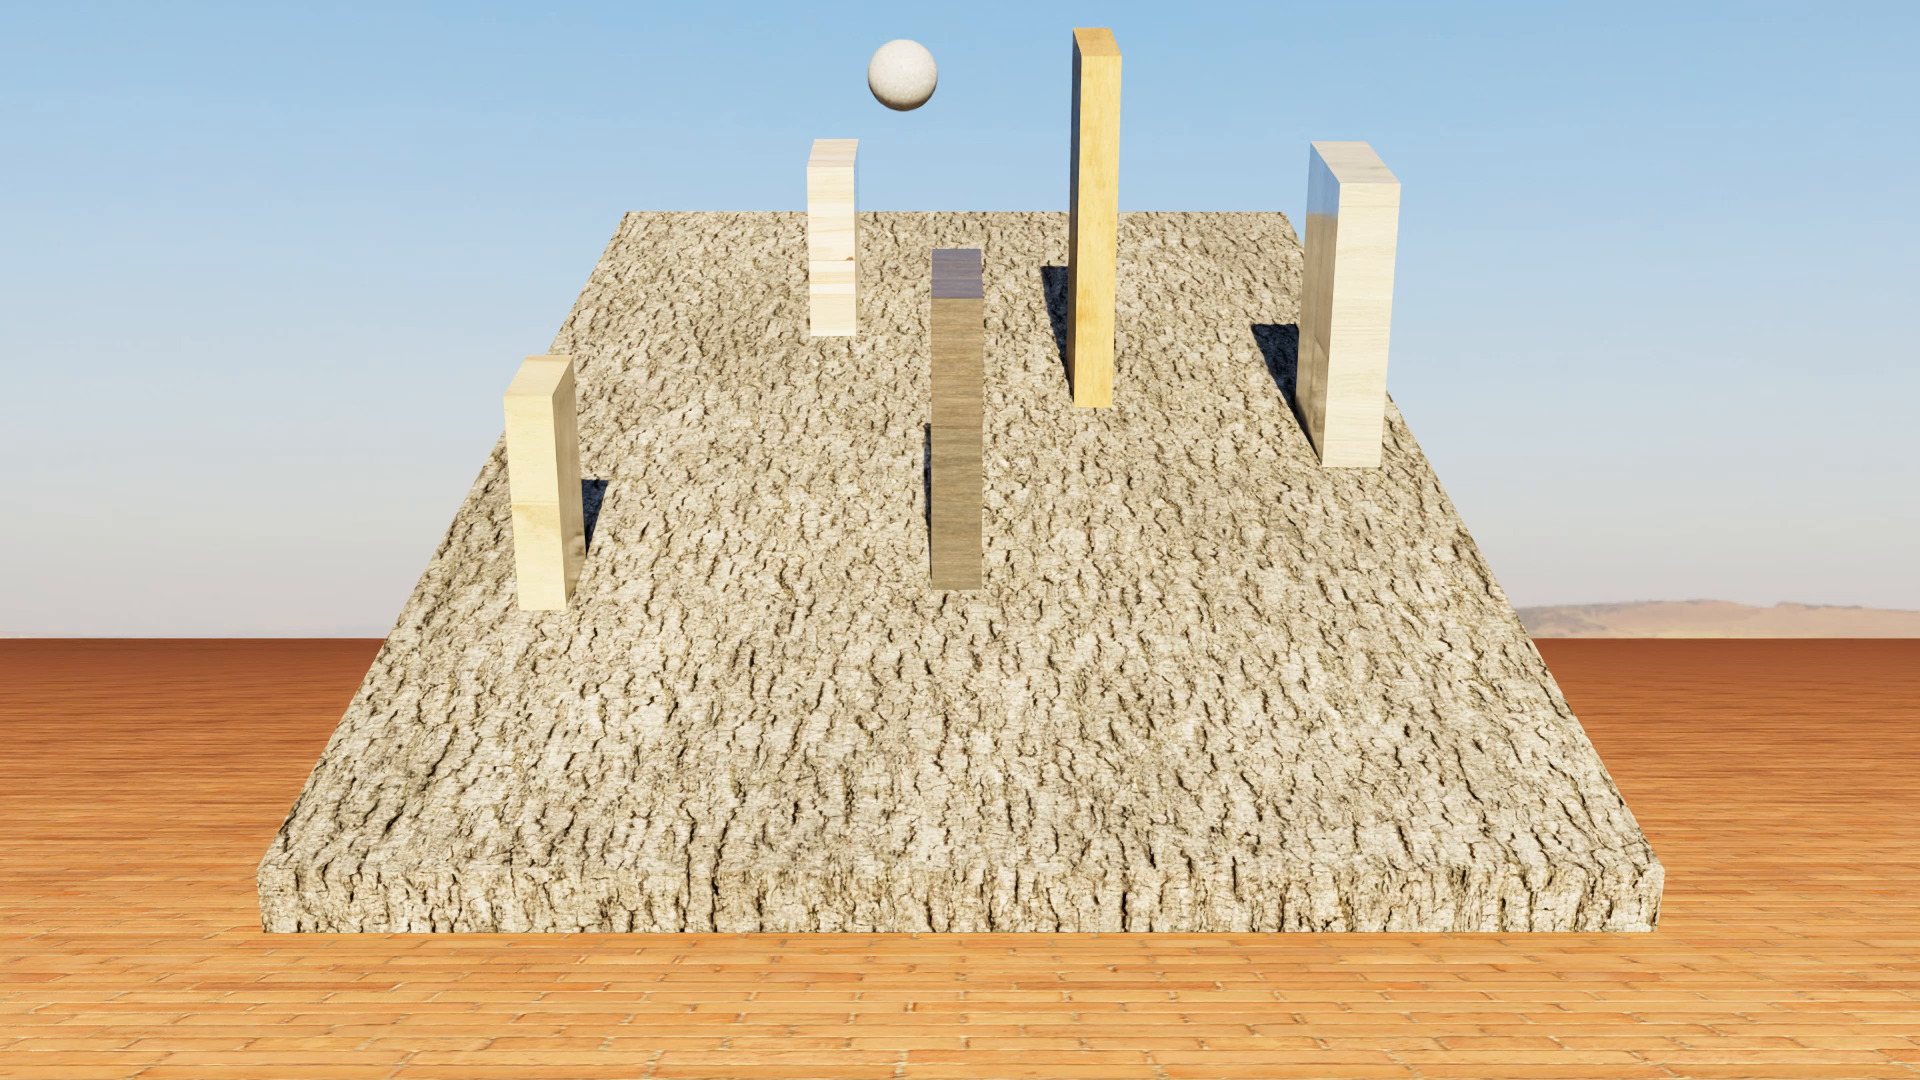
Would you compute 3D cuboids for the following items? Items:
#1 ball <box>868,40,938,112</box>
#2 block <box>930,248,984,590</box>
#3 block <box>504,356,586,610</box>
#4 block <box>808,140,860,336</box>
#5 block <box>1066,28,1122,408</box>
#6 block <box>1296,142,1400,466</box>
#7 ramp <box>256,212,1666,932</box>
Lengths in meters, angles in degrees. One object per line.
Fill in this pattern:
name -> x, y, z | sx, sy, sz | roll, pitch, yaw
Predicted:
ball -> -0.164, -1.330, 6.554 | 0.203, 0.203, 0.203 | 0, -2, 0
block -> -0.006, -0.229, 4.268 | 0.092, 0.553, 0.349 | 0, 22, 0
block -> -0.750, -0.106, 4.156 | 0.084, 0.404, 0.243 | 0, 22, 0
block -> -0.317, -0.771, 5.808 | 0.113, 0.426, 0.333 | 0, 22, 0
block -> 0.302, -0.740, 5.235 | 0.085, 0.792, 0.382 | 0, 22, 0
block -> 0.825, -0.512, 4.914 | 0.122, 0.606, 0.412 | 0, 22, 0
ramp -> -0.006, -0.218, 5.128 | 2.000, 0.100, 4.000 | 0, 22, 0
